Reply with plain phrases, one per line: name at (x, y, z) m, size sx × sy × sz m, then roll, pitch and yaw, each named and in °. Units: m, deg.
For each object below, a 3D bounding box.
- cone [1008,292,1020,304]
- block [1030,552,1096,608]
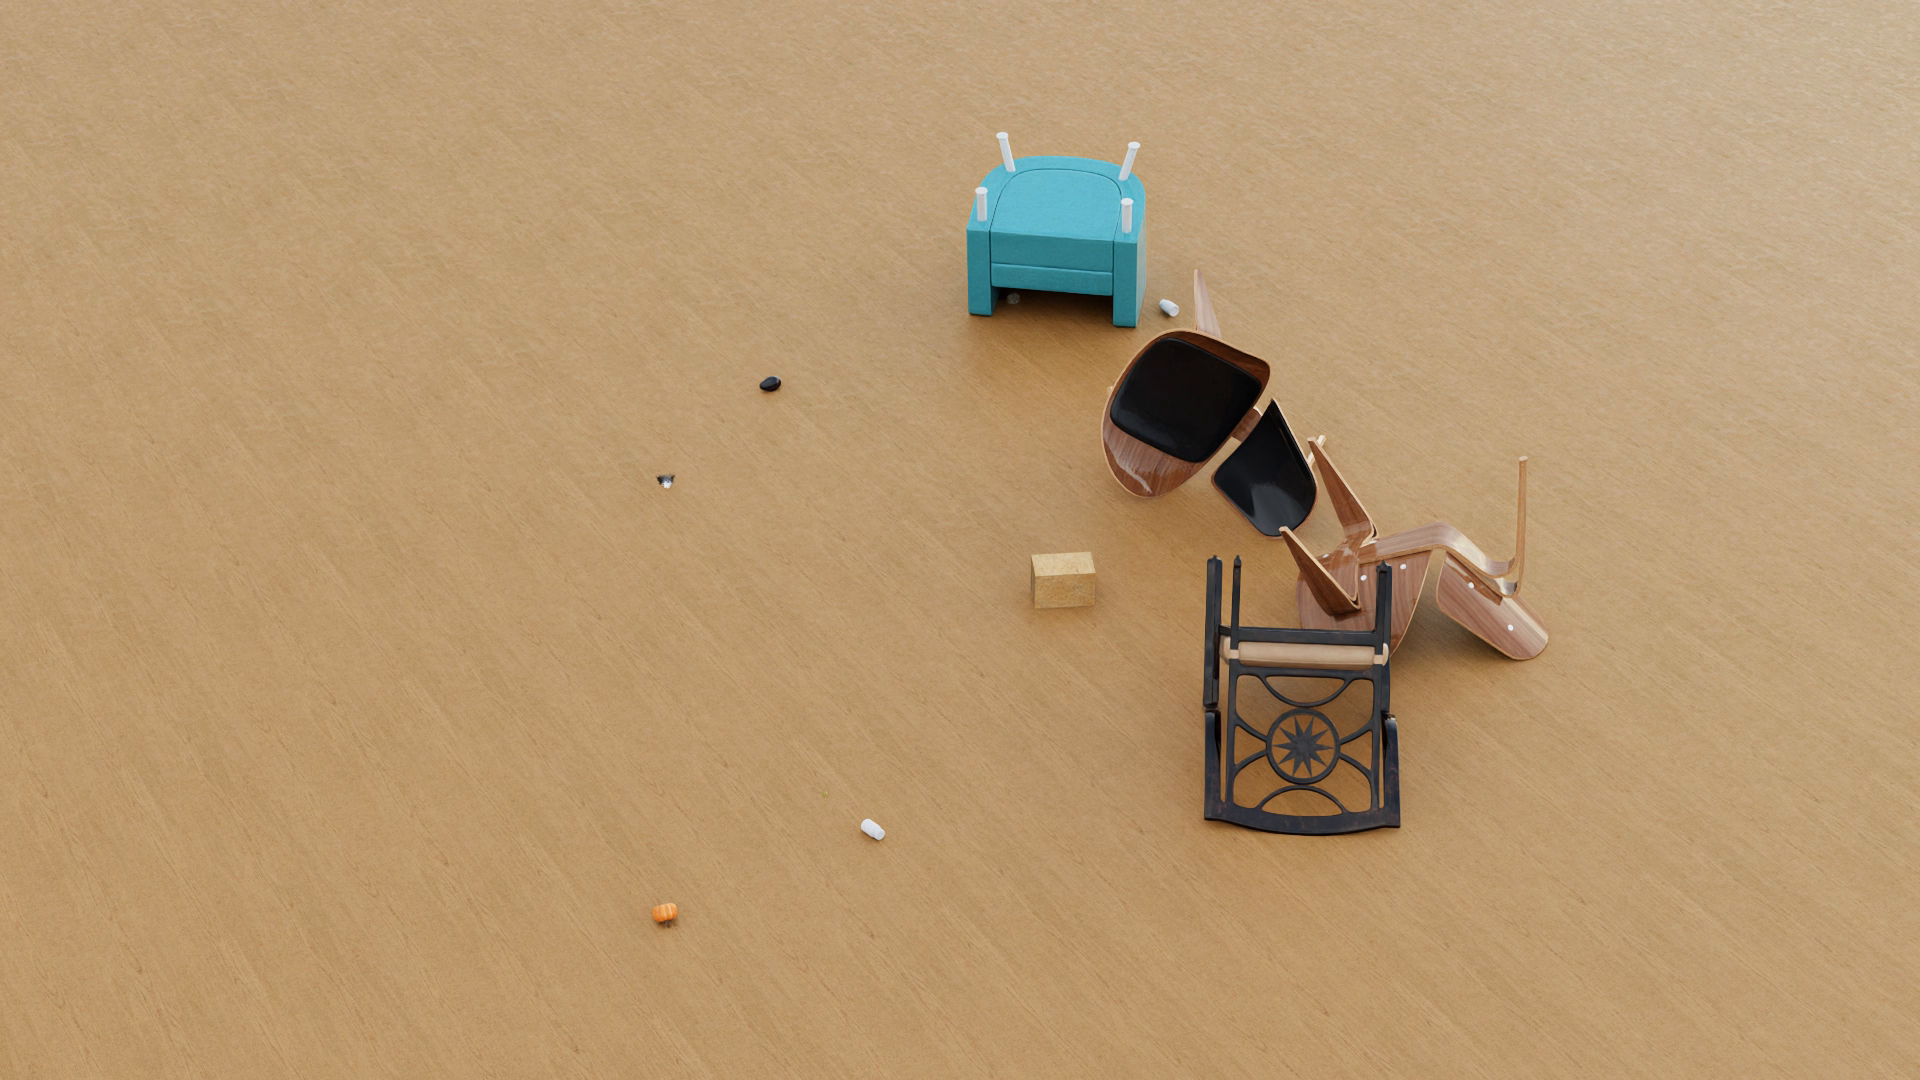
cone at (0.215, -1.033, 12.492) m, size 0.062 × 0.047 × 0.063 m, roll -9°, pitch 13°, yaw -24°
block at (0.372, 0.145, 10.596) m, size 0.216 × 0.141 × 0.138 m, roll -3°, pitch 33°, yaw -4°
